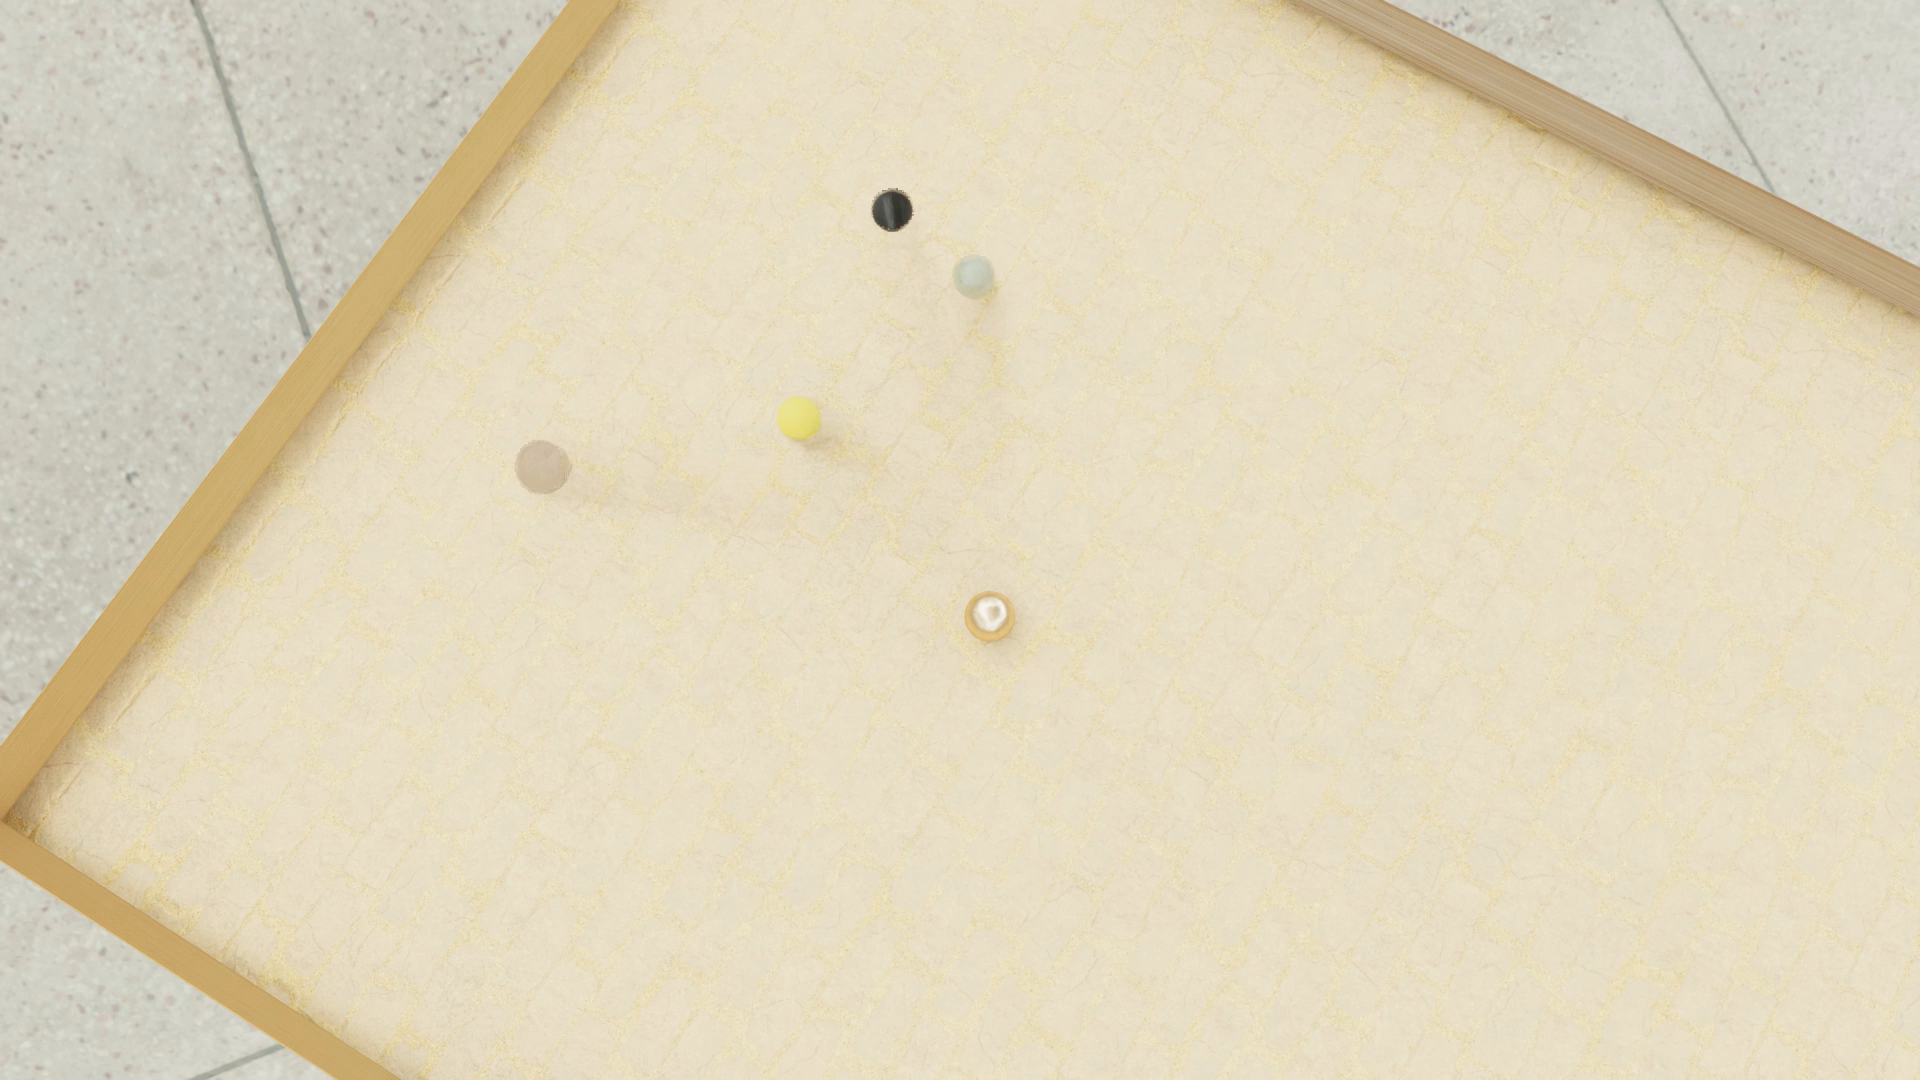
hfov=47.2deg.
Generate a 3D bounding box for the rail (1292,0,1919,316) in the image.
[{"bbox_3d":[1.473,-0.423,3.553,4.143,0.109,0.045,30,73,10],"label":"rail"}]

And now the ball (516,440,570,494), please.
[{"bbox_3d":[-0.655,-0.115,3.459,0.084,0.084,0.084,0,71,0],"label":"ball"}]

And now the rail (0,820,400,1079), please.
[{"bbox_3d":[0.304,1.416,2.908,4.143,0.109,0.045,30,73,10],"label":"rail"}]

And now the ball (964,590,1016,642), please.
[{"bbox_3d":[0.046,0.117,3.381,0.079,0.079,0.079,0,71,0],"label":"ball"}]

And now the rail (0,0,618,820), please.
[{"bbox_3d":[-0.868,-0.497,3.579,0.045,0.109,2.320,30,73,10],"label":"rail"}]

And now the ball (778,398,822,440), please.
[{"bbox_3d":[-0.254,-0.192,3.494,0.069,0.069,0.069,0,71,0],"label":"ball"}]

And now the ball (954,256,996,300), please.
[{"bbox_3d":[0.023,-0.426,3.576,0.069,0.069,0.069,0,71,0],"label":"ball"}]

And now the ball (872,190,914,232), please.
[{"bbox_3d":[-0.111,-0.541,3.617,0.068,0.068,0.068,0,71,0],"label":"ball"}]
